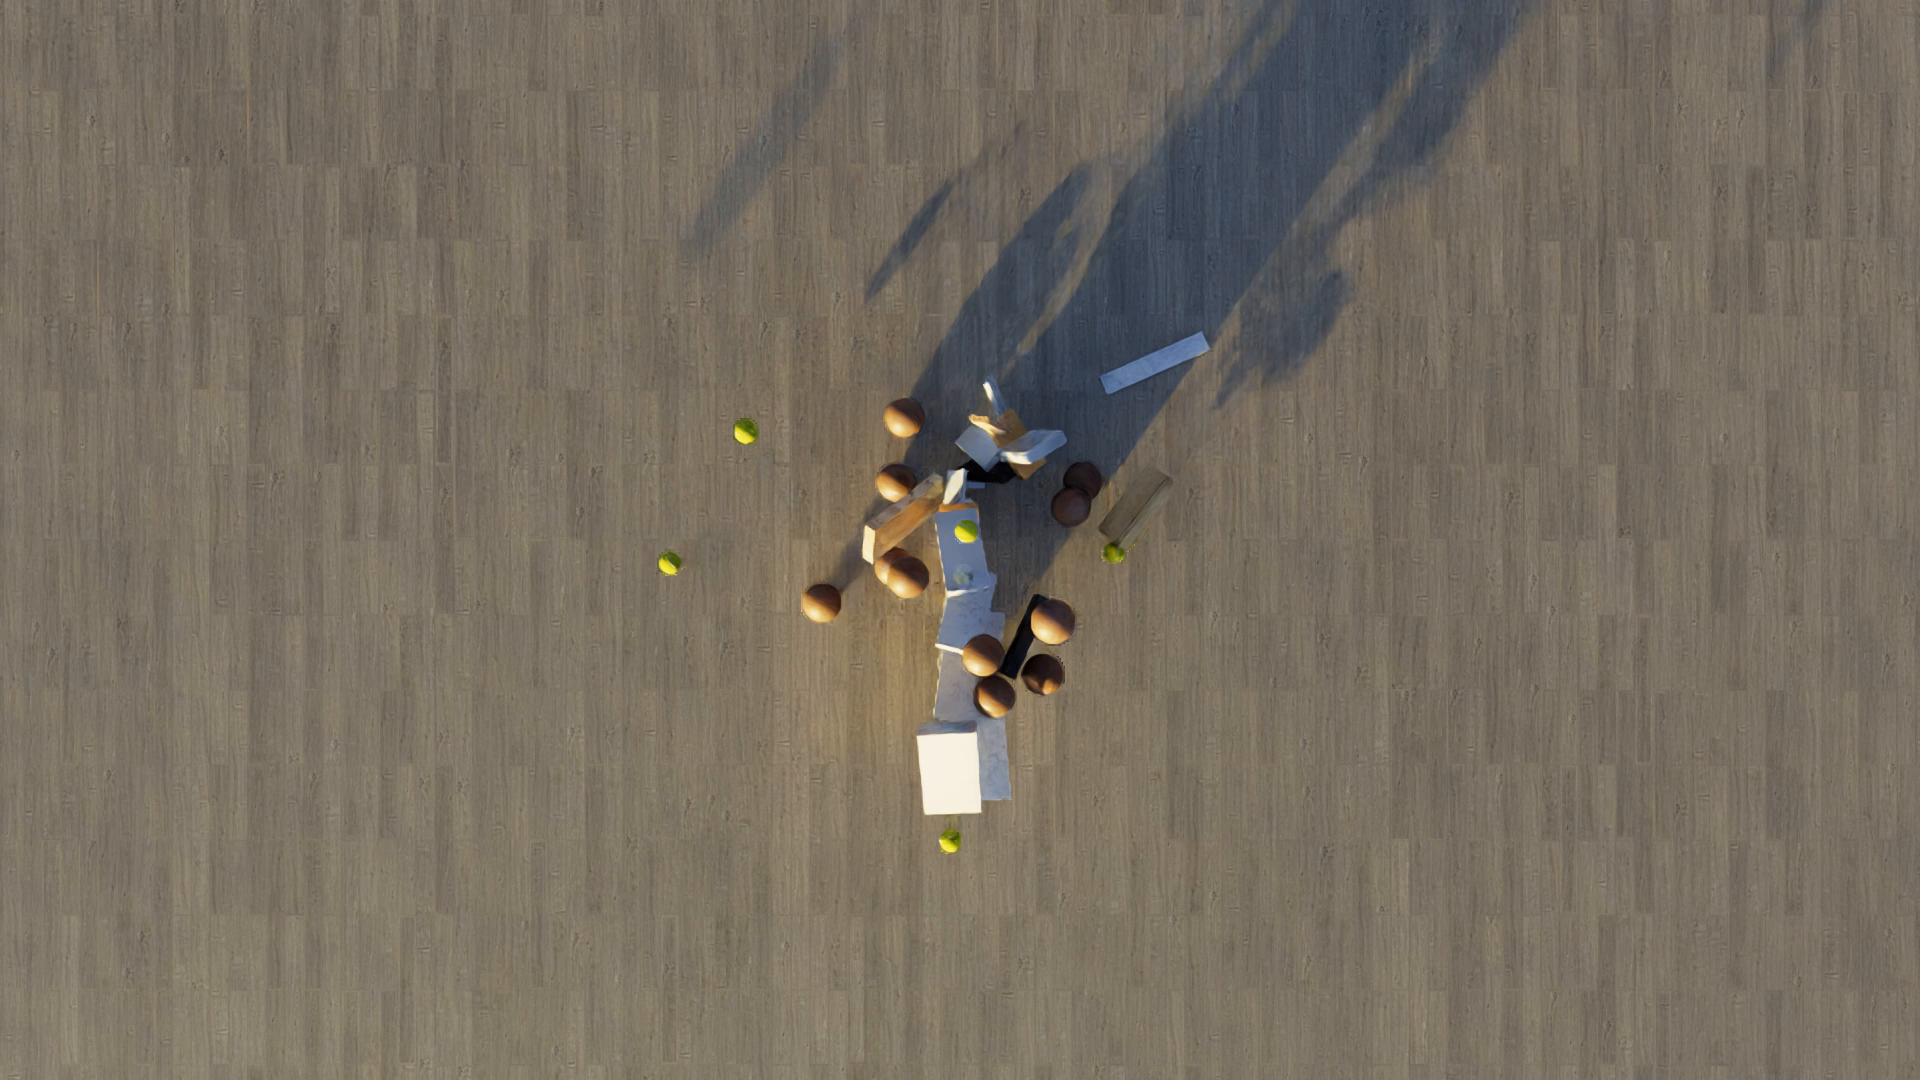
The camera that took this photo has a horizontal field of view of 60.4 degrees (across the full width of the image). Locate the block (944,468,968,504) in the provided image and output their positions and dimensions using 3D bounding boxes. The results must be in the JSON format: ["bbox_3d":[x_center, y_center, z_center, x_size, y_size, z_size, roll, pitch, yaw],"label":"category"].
[{"bbox_3d":[-0.015,-0.154,5.335,0.073,0.021,0.146,-3,76,43],"label":"block"}]

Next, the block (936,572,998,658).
[{"bbox_3d":[0.022,0.218,5.114,0.135,0.038,0.269,15,68,-1],"label":"block"}]

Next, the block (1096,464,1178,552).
[{"bbox_3d":[0.575,-0.107,5.350,0.039,0.137,0.275,36,94,-37],"label":"block"}]

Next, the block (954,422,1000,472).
[{"bbox_3d":[0.072,-0.310,5.409,0.105,0.210,0.030,-44,129,0],"label":"block"}]

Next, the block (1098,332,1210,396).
[{"bbox_3d":[0.647,-0.588,5.490,0.374,0.019,0.068,-24,90,0],"label":"block"}]

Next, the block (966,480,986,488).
[{"bbox_3d":[0.026,-0.188,5.419,0.073,0.146,0.021,0,97,-18],"label":"block"}]

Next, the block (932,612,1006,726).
[{"bbox_3d":[0.028,0.393,5.147,0.177,0.050,0.354,9,84,-4],"label":"block"}]

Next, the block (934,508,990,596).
[{"bbox_3d":[0.005,0.037,5.141,0.135,0.038,0.269,-7,67,-5],"label":"block"}]

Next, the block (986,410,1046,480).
[{"bbox_3d":[0.181,-0.305,5.299,0.105,0.030,0.210,-42,111,-20],"label":"block"}]

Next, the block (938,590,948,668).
[{"bbox_3d":[0.009,0.277,5.207,0.134,0.038,0.268,6,90,-4],"label":"block"}]

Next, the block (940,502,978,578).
[{"bbox_3d":[0.002,0.007,5.235,0.123,0.035,0.246,-3,90,0],"label":"block"}]

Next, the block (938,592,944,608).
[{"bbox_3d":[0.007,0.199,5.360,0.134,0.268,0.038,6,85,-4],"label":"block"}]

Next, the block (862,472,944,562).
[{"bbox_3d":[-0.180,-0.072,5.249,0.039,0.137,0.347,31,48,23],"label":"block"}]

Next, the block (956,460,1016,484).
[{"bbox_3d":[0.096,-0.229,5.391,0.105,0.210,0.030,-36,121,-39],"label":"block"}]

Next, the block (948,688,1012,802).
[{"bbox_3d":[0.059,0.655,5.278,0.177,0.050,0.354,-4,86,-6],"label":"block"}]

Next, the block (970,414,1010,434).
[{"bbox_3d":[0.091,-0.353,5.049,0.067,0.135,0.019,12,85,33],"label":"block"}]

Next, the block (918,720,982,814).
[{"bbox_3d":[-0.031,0.701,5.061,0.177,0.050,0.354,-3,129,1],"label":"block"}]

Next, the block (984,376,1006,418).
[{"bbox_3d":[0.117,-0.465,5.402,0.019,0.067,0.135,-15,114,21],"label":"block"}]

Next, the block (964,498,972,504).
[{"bbox_3d":[0.001,-0.114,5.424,0.073,0.146,0.021,-26,94,-5],"label":"block"}]

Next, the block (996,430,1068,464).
[{"bbox_3d":[0.223,-0.292,5.141,0.137,0.275,0.039,-32,102,-13],"label":"block"}]

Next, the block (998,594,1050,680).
[{"bbox_3d":[0.200,0.300,5.123,0.038,0.135,0.269,25,86,-5],"label":"block"}]
